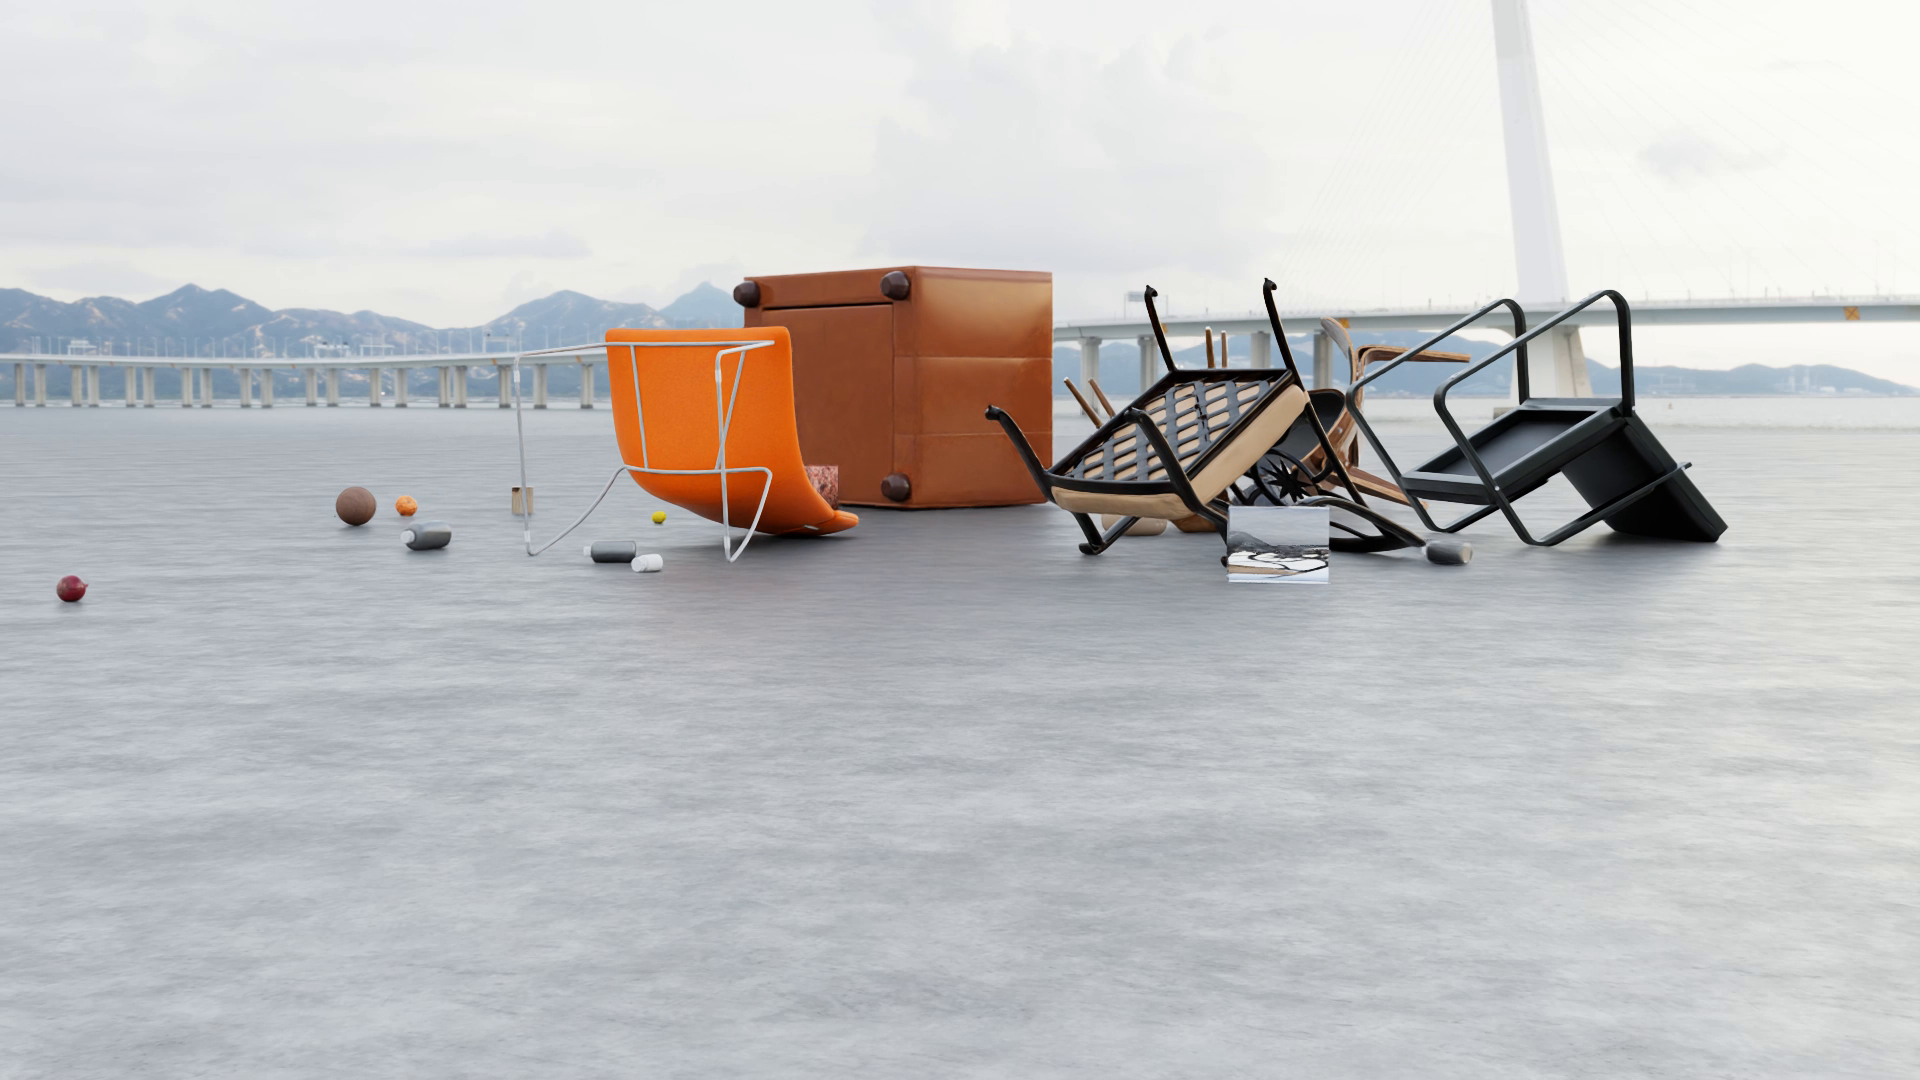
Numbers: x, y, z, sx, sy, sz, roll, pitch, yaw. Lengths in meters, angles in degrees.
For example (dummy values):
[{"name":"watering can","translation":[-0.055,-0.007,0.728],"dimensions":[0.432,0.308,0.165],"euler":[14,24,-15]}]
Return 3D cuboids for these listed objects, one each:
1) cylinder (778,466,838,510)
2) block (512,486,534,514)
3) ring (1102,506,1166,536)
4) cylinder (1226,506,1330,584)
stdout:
[{"name":"cylinder","translation":[-0.560,-0.192,8.143],"dimensions":[0.218,0.167,0.136],"euler":[0,23,-1]},{"name":"block","translation":[-1.586,-0.146,7.976],"dimensions":[0.075,0.095,0.066],"euler":[-1,4,-11]},{"name":"ring","translation":[0.538,-0.060,6.803],"dimensions":[0.170,0.087,0.242],"euler":[-1,5,-37]},{"name":"cylinder","translation":[0.739,0.011,5.097],"dimensions":[0.230,0.178,0.169],"euler":[1,4,10]}]
